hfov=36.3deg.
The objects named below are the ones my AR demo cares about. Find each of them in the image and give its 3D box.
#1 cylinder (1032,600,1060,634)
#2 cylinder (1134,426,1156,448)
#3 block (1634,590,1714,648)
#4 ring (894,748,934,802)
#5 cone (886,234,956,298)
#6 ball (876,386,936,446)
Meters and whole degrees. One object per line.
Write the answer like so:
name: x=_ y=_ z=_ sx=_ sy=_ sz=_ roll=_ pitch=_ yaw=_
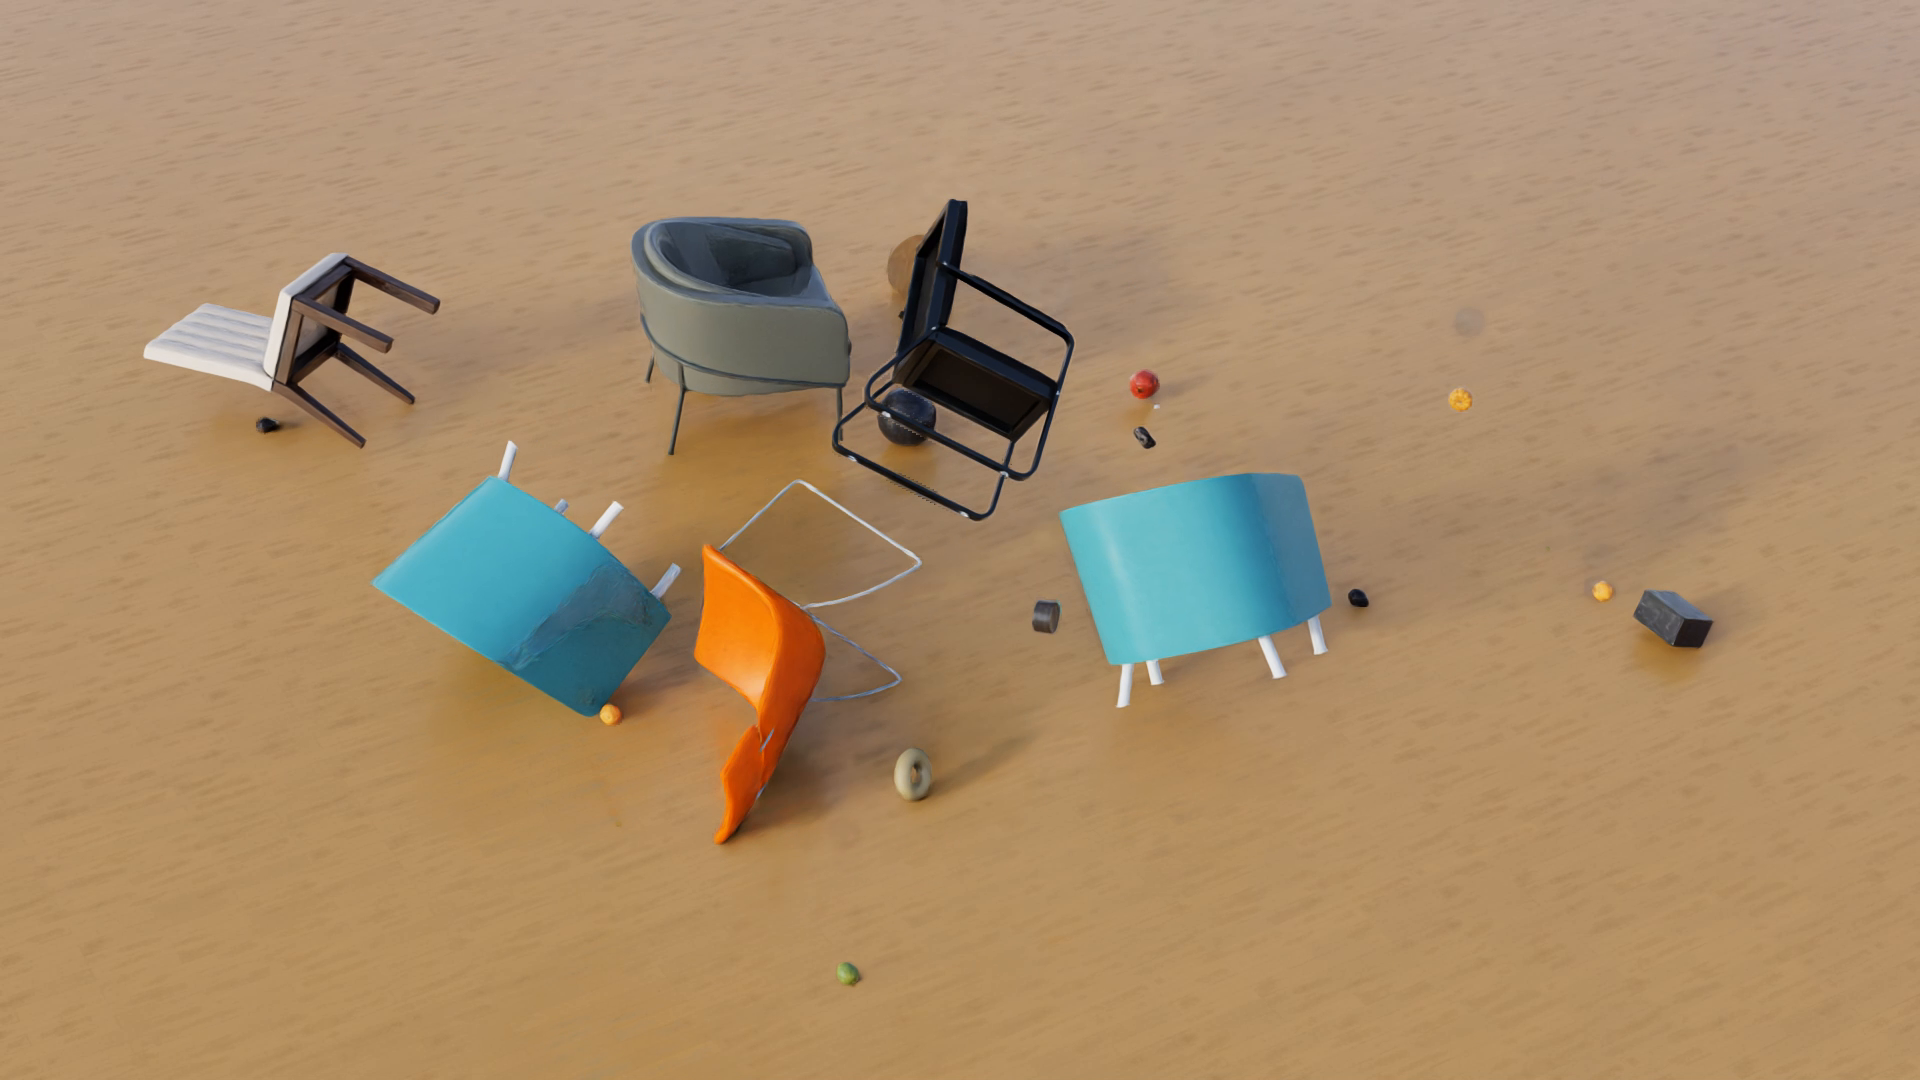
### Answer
cylinder: x=0.301 y=0.267 z=10.238 sx=0.063 sy=0.111 sz=0.113 roll=9 pitch=29 yaw=16
cylinder: x=0.652 y=-0.362 z=10.364 sx=0.059 sy=0.037 sz=0.071 roll=-2 pitch=50 yaw=-48
block: x=2.524 y=0.278 z=10.376 sx=0.153 sy=0.111 sz=0.209 roll=5 pitch=26 yaw=-36
ring: x=-0.154 y=0.769 z=9.627 sx=0.156 sy=0.176 sz=0.057 roll=10 pitch=-9 yaw=-41
cone: x=-0.233 y=-1.211 z=12.607 sx=0.320 sy=0.276 sz=0.348 roll=-11 pitch=20 yaw=-22
ball: x=-0.208 y=-0.483 z=11.464 sx=0.234 sy=0.234 sz=0.234 roll=0 pitch=33 yaw=0
